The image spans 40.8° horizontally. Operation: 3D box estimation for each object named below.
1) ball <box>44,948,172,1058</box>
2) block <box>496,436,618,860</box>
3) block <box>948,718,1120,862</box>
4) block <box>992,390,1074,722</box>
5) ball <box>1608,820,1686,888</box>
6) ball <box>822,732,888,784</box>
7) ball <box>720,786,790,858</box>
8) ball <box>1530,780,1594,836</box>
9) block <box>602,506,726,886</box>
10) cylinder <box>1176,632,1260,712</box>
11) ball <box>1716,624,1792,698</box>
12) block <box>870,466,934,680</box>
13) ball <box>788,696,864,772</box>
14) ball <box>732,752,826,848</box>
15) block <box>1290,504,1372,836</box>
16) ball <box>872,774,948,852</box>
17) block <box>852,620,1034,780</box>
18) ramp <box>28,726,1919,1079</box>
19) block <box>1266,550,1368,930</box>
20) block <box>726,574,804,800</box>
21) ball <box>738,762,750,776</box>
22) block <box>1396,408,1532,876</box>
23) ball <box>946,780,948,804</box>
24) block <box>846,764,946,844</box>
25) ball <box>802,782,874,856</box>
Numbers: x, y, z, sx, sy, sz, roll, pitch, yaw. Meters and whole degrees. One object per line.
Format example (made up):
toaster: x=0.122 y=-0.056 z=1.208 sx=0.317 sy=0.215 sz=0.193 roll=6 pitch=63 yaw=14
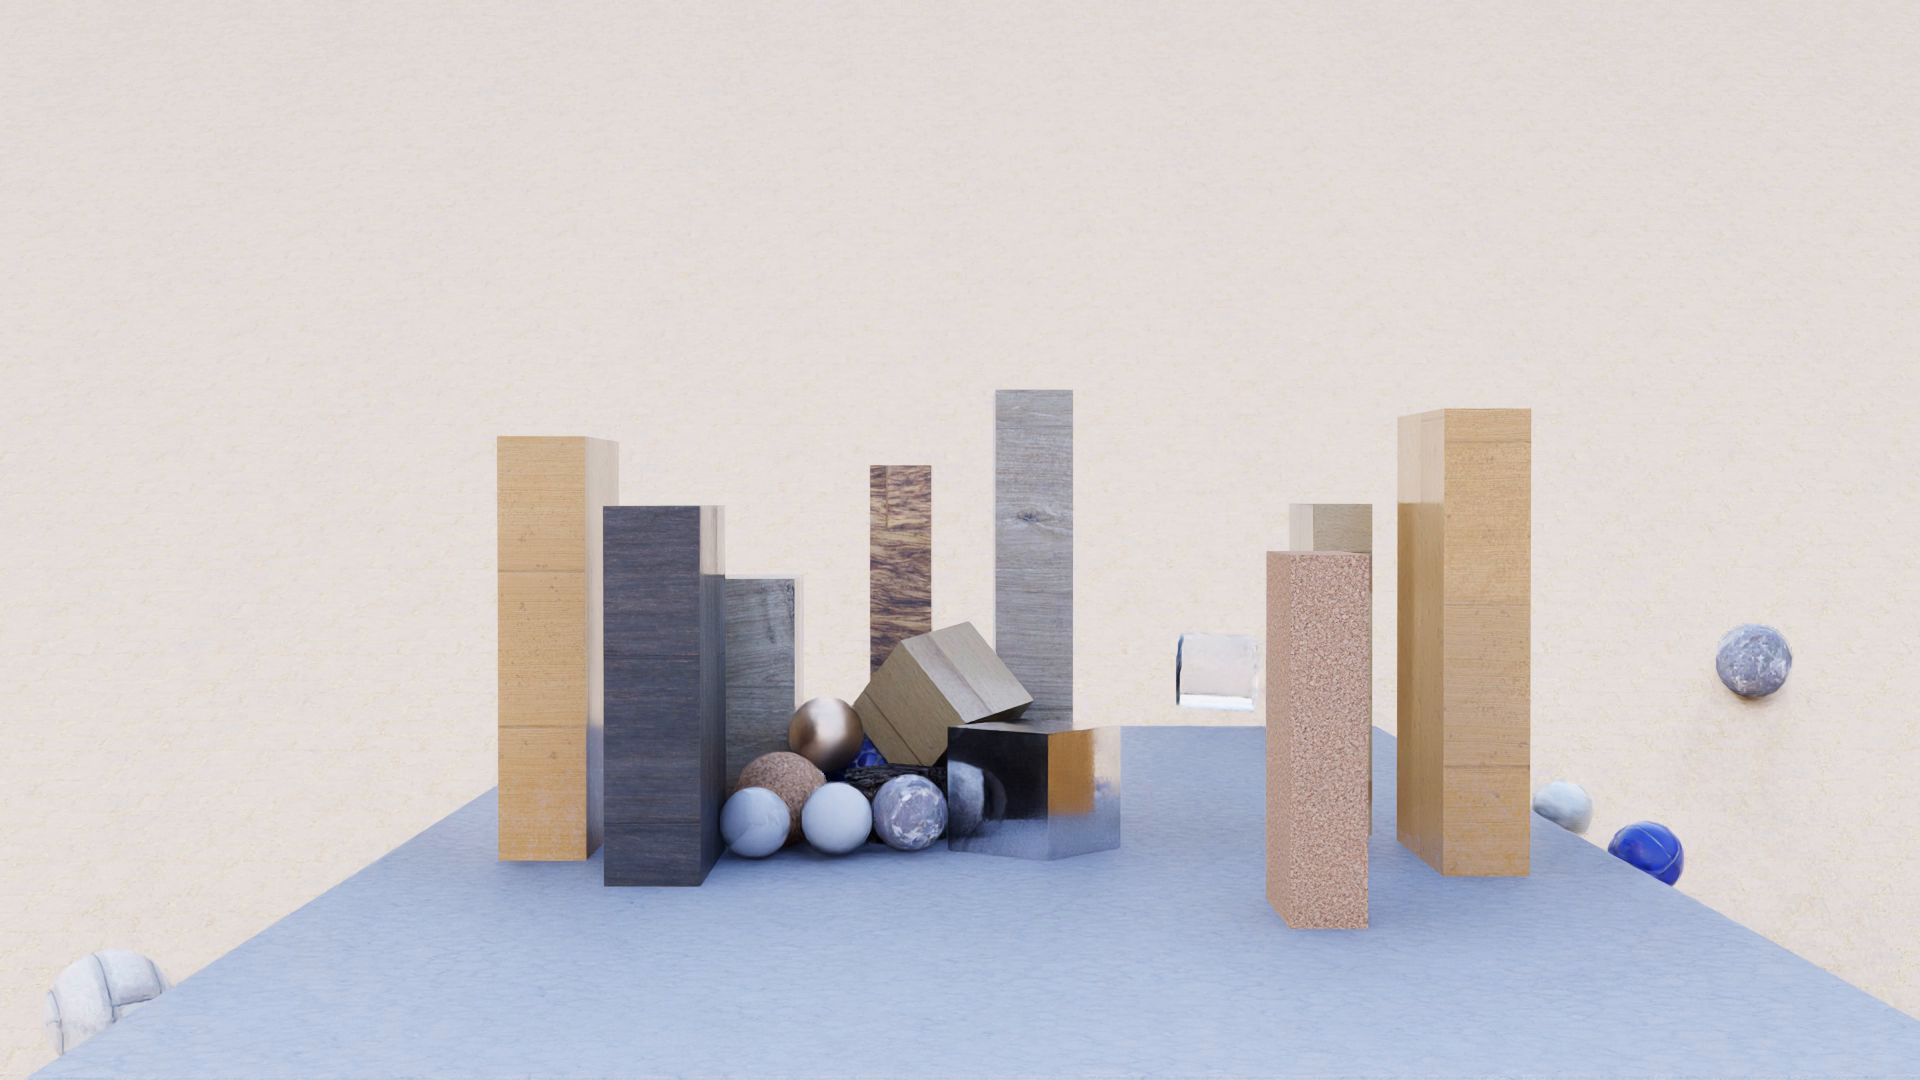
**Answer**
ball: x=-1.236 y=0.689 z=3.762 sx=0.185 sy=0.185 sz=0.185 roll=0 pitch=27 yaw=0
block: x=-0.671 y=0.171 z=4.344 sx=0.141 sy=0.681 sz=0.413 roll=0 pitch=1 yaw=0
block: x=0.123 y=0.409 z=4.270 sx=0.205 sy=0.205 sz=0.205 roll=1 pitch=1 yaw=38
block: x=0.131 y=0.117 z=4.756 sx=0.138 sy=0.773 sz=0.366 roll=0 pitch=1 yaw=0
ball: x=1.205 y=0.561 z=4.539 sx=0.134 sy=0.134 sz=0.134 roll=0 pitch=27 yaw=0
ball: x=-0.154 y=0.417 z=4.586 sx=0.179 sy=0.179 sz=0.179 roll=0 pitch=27 yaw=0
ball: x=-0.331 y=0.456 z=4.168 sx=0.115 sy=0.115 sz=0.115 roll=0 pitch=27 yaw=0
ball: x=1.141 y=0.512 z=4.894 sx=0.117 sy=0.117 sz=0.117 roll=0 pitch=27 yaw=0
block: x=-0.461 y=0.230 z=4.071 sx=0.145 sy=0.570 sz=0.425 roll=0 pitch=1 yaw=0
cylinder: x=0.665 y=0.340 z=6.658 sx=0.196 sy=0.196 sz=0.196 roll=3 pitch=27 yaw=11
ball: x=2.111 y=0.322 z=6.870 sx=0.195 sy=0.195 sz=0.195 roll=0 pitch=27 yaw=0
block: x=-0.107 y=0.182 z=4.870 sx=0.111 sy=0.641 sz=0.397 roll=0 pitch=1 yaw=0
ball: x=-0.233 y=0.336 z=4.480 sx=0.131 sy=0.131 sz=0.131 roll=0 pitch=27 yaw=0
ball: x=-0.299 y=0.432 z=4.299 sx=0.159 sy=0.159 sz=0.159 roll=0 pitch=27 yaw=0
block: x=0.658 y=0.221 z=4.598 sx=0.102 sy=0.571 sz=0.319 roll=0 pitch=1 yaw=0
ball: x=-0.083 y=0.449 z=4.250 sx=0.126 sy=0.126 sz=0.126 roll=0 pitch=27 yaw=0
block: x=-0.034 y=0.290 z=4.517 sx=0.189 sy=0.189 sz=0.189 roll=-14 pitch=58 yaw=-50
ramp: x=0.062 y=0.557 z=4.594 sx=2.000 sy=0.100 sz=4.000 roll=0 pitch=1 yaw=0
block: x=0.497 y=0.270 z=3.611 sx=0.105 sy=0.504 sz=0.276 roll=0 pitch=1 yaw=0
block: x=-0.357 y=0.286 z=4.650 sx=0.137 sy=0.440 sz=0.267 roll=0 pitch=1 yaw=0
ball: x=-0.318 y=0.438 z=4.448 sx=0.142 sy=0.142 sz=0.142 roll=0 pitch=27 yaw=0
block: x=0.808 y=0.154 z=4.169 sx=0.133 sy=0.718 sz=0.421 roll=0 pitch=1 yaw=0
ball: x=0.001 y=0.444 z=4.644 sx=0.123 sy=0.123 sz=0.123 roll=0 pitch=27 yaw=0
block: x=-0.108 y=0.449 z=4.397 sx=0.121 sy=0.121 sz=0.121 roll=1 pitch=1 yaw=40
ball: x=-0.200 y=0.454 z=4.206 sx=0.117 sy=0.117 sz=0.117 roll=0 pitch=27 yaw=0
